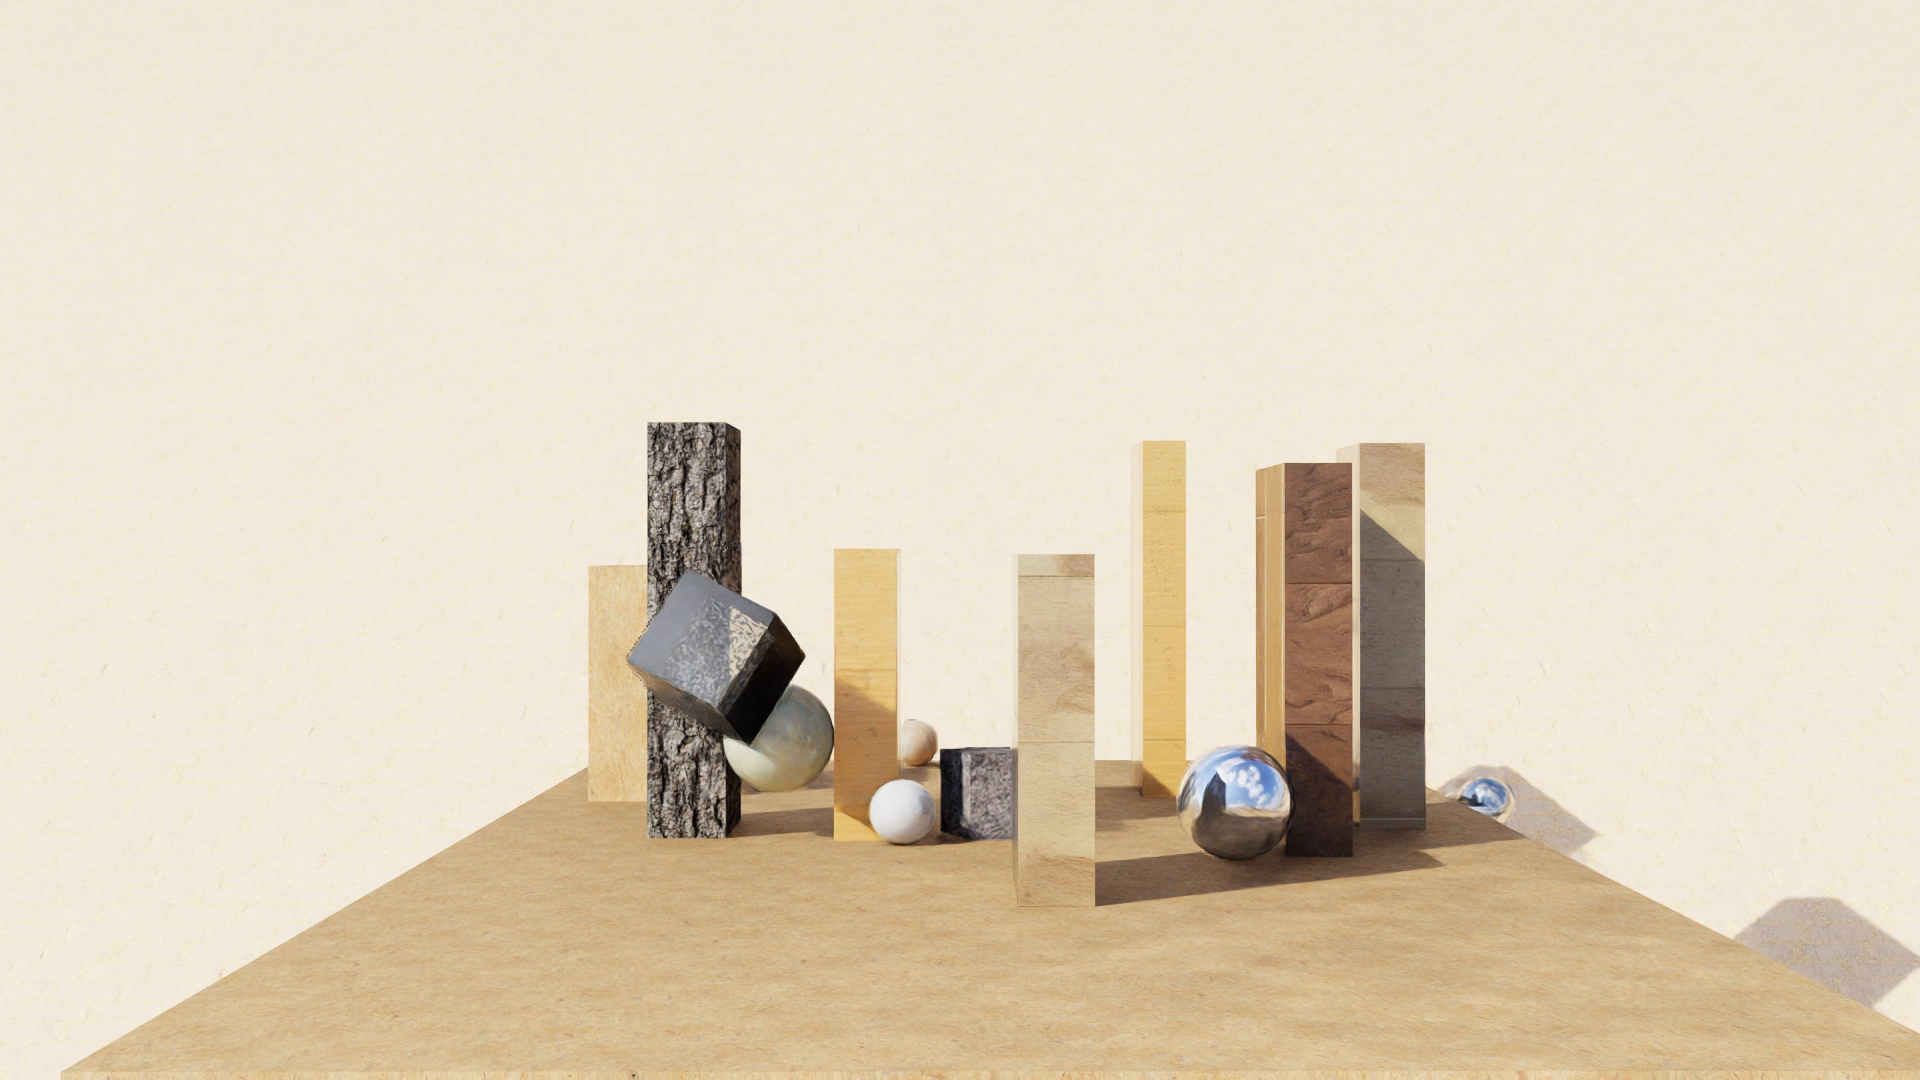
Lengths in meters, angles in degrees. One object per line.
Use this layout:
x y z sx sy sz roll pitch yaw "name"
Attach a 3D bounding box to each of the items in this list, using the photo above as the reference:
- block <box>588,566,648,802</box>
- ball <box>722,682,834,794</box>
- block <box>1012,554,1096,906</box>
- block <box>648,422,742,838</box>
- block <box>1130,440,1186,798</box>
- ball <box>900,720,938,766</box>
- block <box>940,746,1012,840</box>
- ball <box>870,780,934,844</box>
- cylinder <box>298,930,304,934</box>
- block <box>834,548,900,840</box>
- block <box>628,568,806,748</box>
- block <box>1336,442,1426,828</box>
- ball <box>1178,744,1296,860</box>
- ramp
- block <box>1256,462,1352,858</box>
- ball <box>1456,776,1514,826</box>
-0.735 0.310 5.768 0.131 0.507 0.387 0 0 0 "block"
-0.338 0.369 4.832 0.208 0.208 0.208 0 31 0 "ball"
0.146 0.289 4.140 0.116 0.534 0.441 0 0 0 "block"
-0.513 0.170 5.030 0.147 0.781 0.346 0 0 0 "block"
0.446 0.174 5.850 0.095 0.780 0.401 0 0 0 "block"
-0.110 0.509 6.507 0.114 0.114 0.114 0 31 0 "ball"
0.066 0.480 4.937 0.159 0.159 0.159 0 0 -21 "block"
-0.107 0.499 4.752 0.119 0.119 0.119 0 31 0 "ball"
-1.506 0.983 6.002 0.117 0.117 0.117 -2 23 -3 "cylinder"
-0.175 0.288 4.966 0.118 0.543 0.308 0 0 0 "block"
-0.439 0.215 4.698 0.201 0.201 0.201 25 73 23 "block"
0.839 0.186 5.183 0.127 0.748 0.322 0 0 0 "block"
0.481 0.456 4.506 0.202 0.202 0.202 0 31 0 "ball"
0.068 0.608 4.677 2.000 0.100 4.000 0 0 0 "ramp"
0.631 0.212 4.776 0.119 0.694 0.445 0 0 0 "block"
1.290 0.650 6.361 0.137 0.137 0.137 0 31 0 "ball"
